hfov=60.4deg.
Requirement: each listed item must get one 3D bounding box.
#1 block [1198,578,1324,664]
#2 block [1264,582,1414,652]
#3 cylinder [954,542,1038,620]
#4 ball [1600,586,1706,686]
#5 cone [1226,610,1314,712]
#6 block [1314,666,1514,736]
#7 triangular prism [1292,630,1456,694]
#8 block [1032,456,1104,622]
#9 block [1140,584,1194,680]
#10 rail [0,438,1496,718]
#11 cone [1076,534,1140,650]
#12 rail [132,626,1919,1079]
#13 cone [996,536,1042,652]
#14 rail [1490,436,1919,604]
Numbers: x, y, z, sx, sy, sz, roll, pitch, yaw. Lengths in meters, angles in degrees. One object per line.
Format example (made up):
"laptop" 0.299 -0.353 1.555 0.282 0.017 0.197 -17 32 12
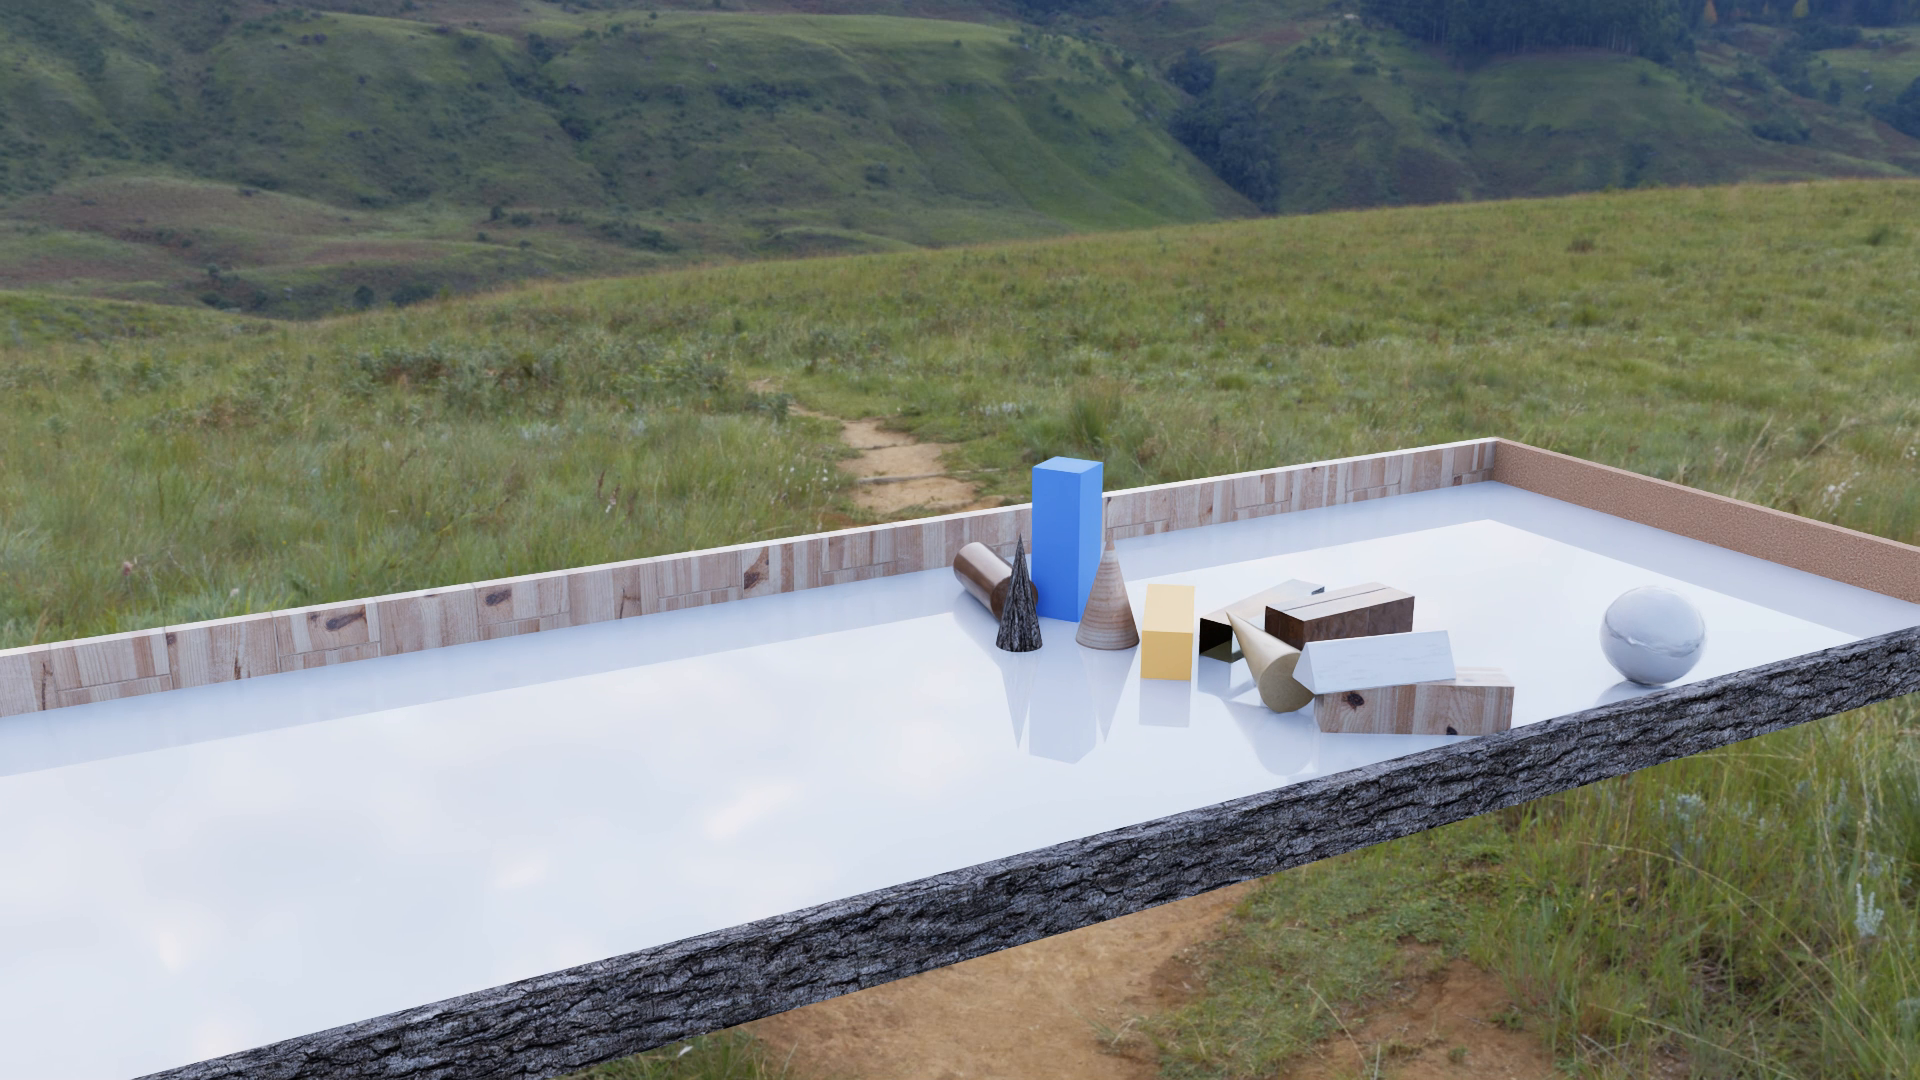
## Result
"block" 0.818 0.214 4.446 0.102 0.102 0.453 15 22 40
"block" 0.994 0.227 4.325 0.389 0.145 0.145 -10 19 -30
"cylinder" 0.098 0.119 4.704 0.139 0.139 0.341 -5 17 -17
"ball" 1.725 0.238 4.109 0.247 0.247 0.247 0 16 0
"cone" 0.738 0.260 4.110 0.159 0.159 0.424 -4 23 -13
"block" 1.058 0.374 3.862 0.430 0.124 0.124 1 16 3
"triangular prism" 0.960 0.269 3.809 0.357 0.102 0.118 -4 17 -15
"block" 0.298 -0.003 4.608 0.145 0.427 0.145 9 19 28
"block" 0.547 0.237 4.323 0.128 0.128 0.387 2 17 8
"rail" -3.305 0.497 3.399 12.000 0.150 0.050 -9 18 -27
"cone" 0.397 0.122 4.400 0.174 0.305 0.174 0 16 0
"rail" -2.336 1.006 1.665 12.000 0.150 0.050 -9 18 -27
"cone" 0.158 0.129 4.364 0.126 0.312 0.126 0 16 0
"rail" 2.466 -0.048 5.253 0.050 0.150 2.100 -9 18 -27
